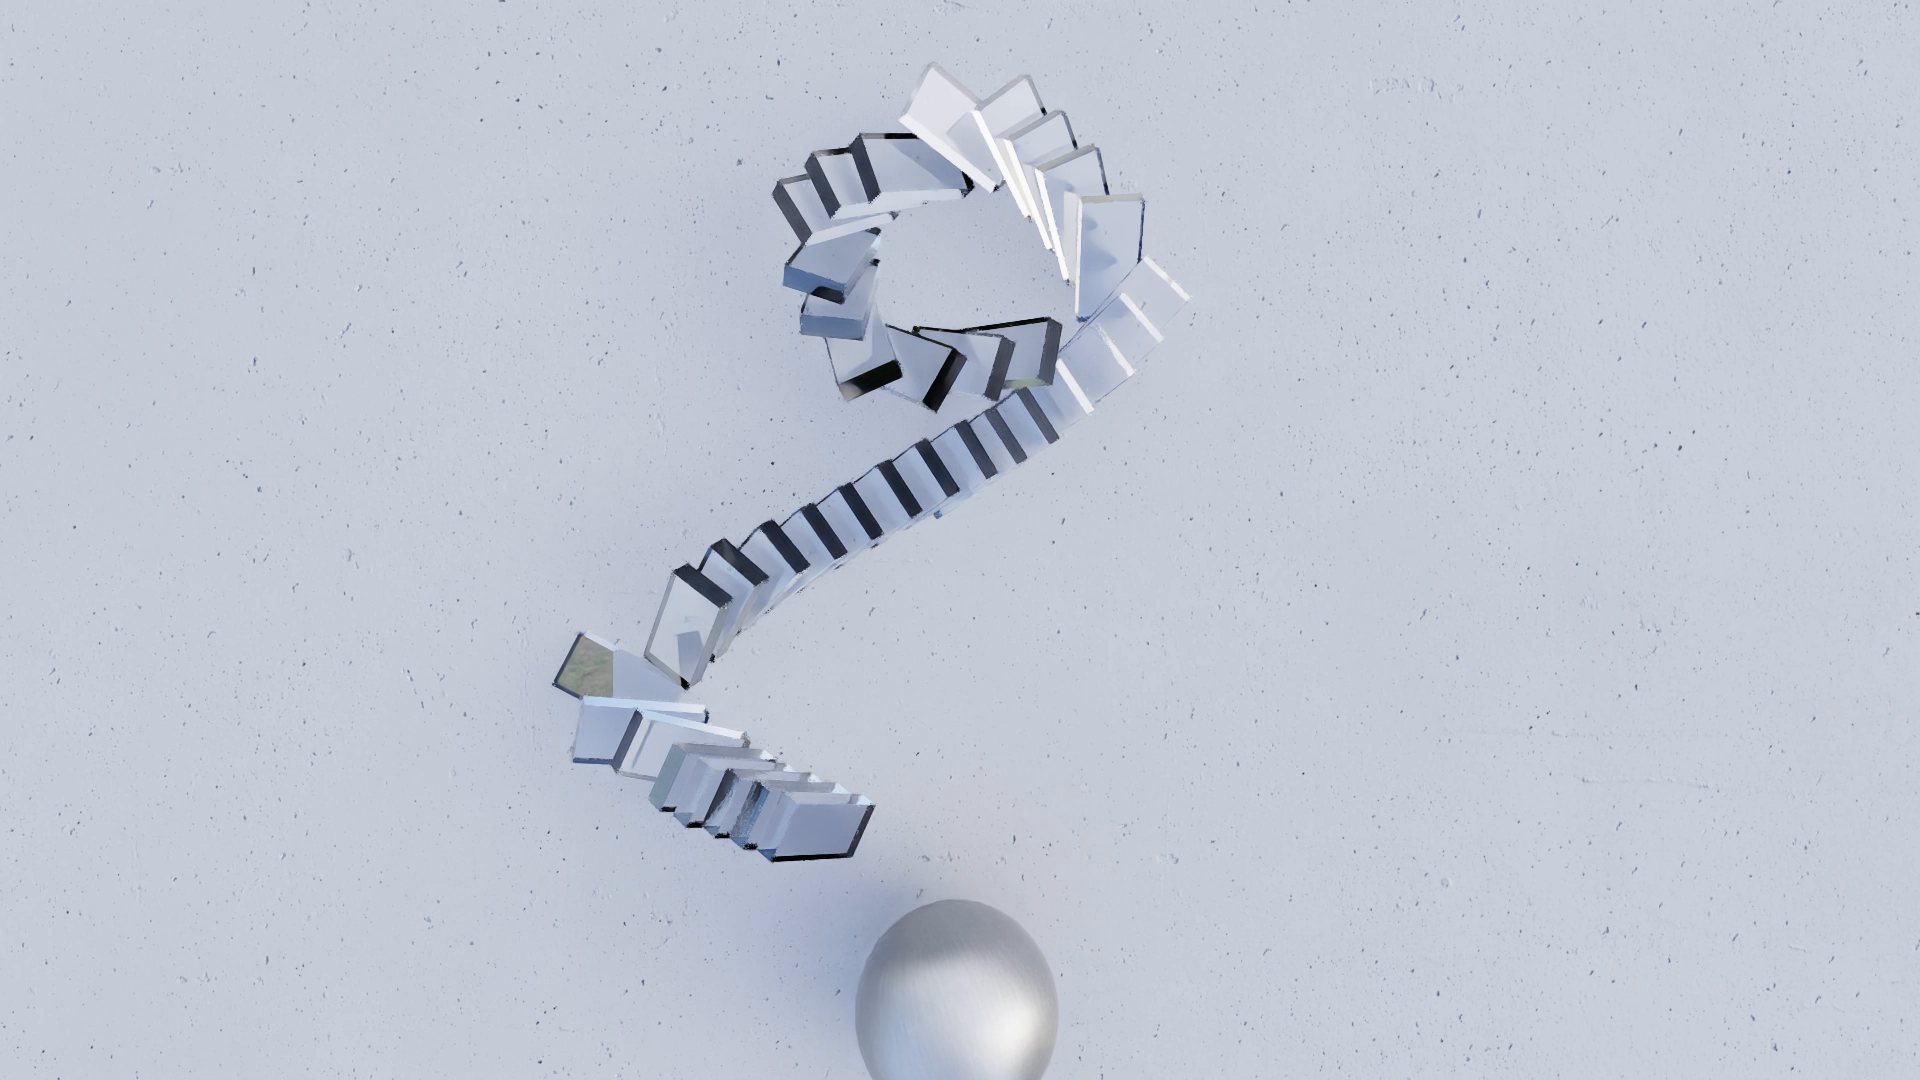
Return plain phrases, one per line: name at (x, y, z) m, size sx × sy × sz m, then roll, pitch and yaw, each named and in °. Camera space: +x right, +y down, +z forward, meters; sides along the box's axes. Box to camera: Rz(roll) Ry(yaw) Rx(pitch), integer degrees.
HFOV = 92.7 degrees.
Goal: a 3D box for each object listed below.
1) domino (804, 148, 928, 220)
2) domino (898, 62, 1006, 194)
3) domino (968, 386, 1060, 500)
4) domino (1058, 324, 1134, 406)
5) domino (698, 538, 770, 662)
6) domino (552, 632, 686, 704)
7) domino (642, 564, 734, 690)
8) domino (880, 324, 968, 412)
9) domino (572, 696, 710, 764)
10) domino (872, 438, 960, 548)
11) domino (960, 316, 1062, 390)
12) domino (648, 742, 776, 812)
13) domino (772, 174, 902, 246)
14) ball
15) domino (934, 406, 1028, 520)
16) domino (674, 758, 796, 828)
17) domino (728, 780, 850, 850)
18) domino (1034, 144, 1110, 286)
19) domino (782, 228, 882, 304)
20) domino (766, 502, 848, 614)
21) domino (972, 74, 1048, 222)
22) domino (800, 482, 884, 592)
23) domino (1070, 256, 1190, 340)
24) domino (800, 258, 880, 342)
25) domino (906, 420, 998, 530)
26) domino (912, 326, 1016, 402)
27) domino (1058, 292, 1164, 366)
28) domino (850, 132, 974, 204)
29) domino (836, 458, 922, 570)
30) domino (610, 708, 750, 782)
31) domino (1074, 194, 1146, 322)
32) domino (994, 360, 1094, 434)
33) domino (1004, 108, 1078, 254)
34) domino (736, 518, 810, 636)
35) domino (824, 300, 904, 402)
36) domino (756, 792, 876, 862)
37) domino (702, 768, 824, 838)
domino at (-0.037, -0.150, 0.381) m, size 0.050 × 0.010 × 0.025 m, roll -25°, pitch 87°, yaw -37°
domino at (0.002, -0.172, 0.383) m, size 0.050 × 0.010 × 0.025 m, roll 29°, pitch 84°, yaw -27°
domino at (0.015, -0.039, 0.381) m, size 0.050 × 0.009 × 0.025 m, roll -33°, pitch 90°, yaw 39°
domino at (0.045, -0.064, 0.382) m, size 0.050 × 0.010 × 0.025 m, roll -36°, pitch 94°, yaw 32°
domino at (-0.101, 0.026, 0.381) m, size 0.025 × 0.009 × 0.050 m, roll 40°, pitch 123°, yaw 6°
domino at (-0.146, 0.062, 0.395) m, size 0.050 × 0.010 × 0.025 m, roll 28°, pitch 90°, yaw 0°
domino at (-0.113, 0.037, 0.381) m, size 0.025 × 0.010 × 0.050 m, roll 35°, pitch 122°, yaw 9°
domino at (-0.022, -0.072, 0.379) m, size 0.050 × 0.009 × 0.025 m, roll 30°, pitch 90°, yaw 44°
domino at (-0.133, 0.081, 0.382) m, size 0.050 × 0.009 × 0.025 m, roll 11°, pitch 99°, yaw -28°
domino at (-0.025, -0.019, 0.380) m, size 0.050 × 0.010 × 0.025 m, roll -32°, pitch 90°, yaw 39°
domino at (0.018, -0.076, 0.378) m, size 0.050 × 0.009 × 0.025 m, roll 4°, pitch 82°, yaw 43°
domino at (-0.101, 0.098, 0.377) m, size 0.009 × 0.050 × 0.025 m, roll 24°, pitch 90°, yaw 36°
domino at (-0.050, -0.141, 0.381) m, size 0.050 × 0.010 × 0.025 m, roll -31°, pitch 89°, yaw -37°
ball at (-0.001, 0.184, 0.360) m, size 0.080 × 0.080 × 0.080 m, roll 0°, pitch 90°, yaw 0°
domino at (0.002, -0.031, 0.381) m, size 0.050 × 0.010 × 0.025 m, roll -33°, pitch 90°, yaw 39°
domino at (-0.091, 0.104, 0.377) m, size 0.009 × 0.050 × 0.025 m, roll 24°, pitch 90°, yaw 36°
domino at (-0.069, 0.113, 0.377) m, size 0.009 × 0.050 × 0.025 m, roll 24°, pitch 90°, yaw 36°
domino at (0.050, -0.134, 0.381) m, size 0.025 × 0.009 × 0.050 m, roll -23°, pitch 128°, yaw -1°
domino at (-0.052, -0.117, 0.379) m, size 0.025 × 0.050 × 0.010 m, roll 18°, pitch 135°, yaw 1°
domino at (-0.071, 0.008, 0.382) m, size 0.050 × 0.010 × 0.025 m, roll -36°, pitch 89°, yaw 34°
domino at (0.028, -0.163, 0.382) m, size 0.025 × 0.009 × 0.050 m, roll -36°, pitch 125°, yaw -1°
domino at (-0.057, 0.000, 0.382) m, size 0.050 × 0.009 × 0.025 m, roll -33°, pitch 90°, yaw 34°
domino at (0.069, -0.090, 0.382) m, size 0.025 × 0.009 × 0.050 m, roll 43°, pitch 123°, yaw -1°
domino at (-0.049, -0.101, 0.379) m, size 0.025 × 0.050 × 0.009 m, roll 6°, pitch 134°, yaw 0°
domino at (-0.010, -0.026, 0.379) m, size 0.050 × 0.010 × 0.025 m, roll -30°, pitch 92°, yaw 39°
domino at (-0.002, -0.074, 0.380) m, size 0.050 × 0.010 × 0.025 m, roll 17°, pitch 90°, yaw 40°
domino at (0.057, -0.076, 0.382) m, size 0.025 × 0.010 × 0.050 m, roll 49°, pitch 122°, yaw -2°
domino at (-0.019, -0.155, 0.381) m, size 0.050 × 0.009 × 0.025 m, roll -20°, pitch 90°, yaw -37°
domino at (-0.041, -0.010, 0.381) m, size 0.050 × 0.009 × 0.025 m, roll -33°, pitch 90°, yaw 37°
domino at (-0.115, 0.088, 0.381) m, size 0.050 × 0.010 × 0.025 m, roll 25°, pitch 90°, yaw -39°
domino at (0.062, -0.117, 0.381) m, size 0.025 × 0.009 × 0.050 m, roll -3°, pitch 128°, yaw 0°
domino at (0.028, -0.050, 0.383) m, size 0.050 × 0.009 × 0.025 m, roll -34°, pitch 90°, yaw 32°
domino at (0.040, -0.149, 0.382) m, size 0.025 × 0.009 × 0.050 m, roll -30°, pitch 125°, yaw 0°
domino at (-0.086, 0.016, 0.381) m, size 0.025 × 0.010 × 0.050 m, roll 51°, pitch 124°, yaw 3°
domino at (-0.042, -0.080, 0.379) m, size 0.025 × 0.009 × 0.050 m, roll -23°, pitch 48°, yaw 4°
domino at (-0.058, 0.118, 0.377) m, size 0.009 × 0.050 × 0.025 m, roll 24°, pitch 90°, yaw 36°
domino at (-0.080, 0.109, 0.377) m, size 0.009 × 0.050 × 0.025 m, roll 24°, pitch 90°, yaw 36°
